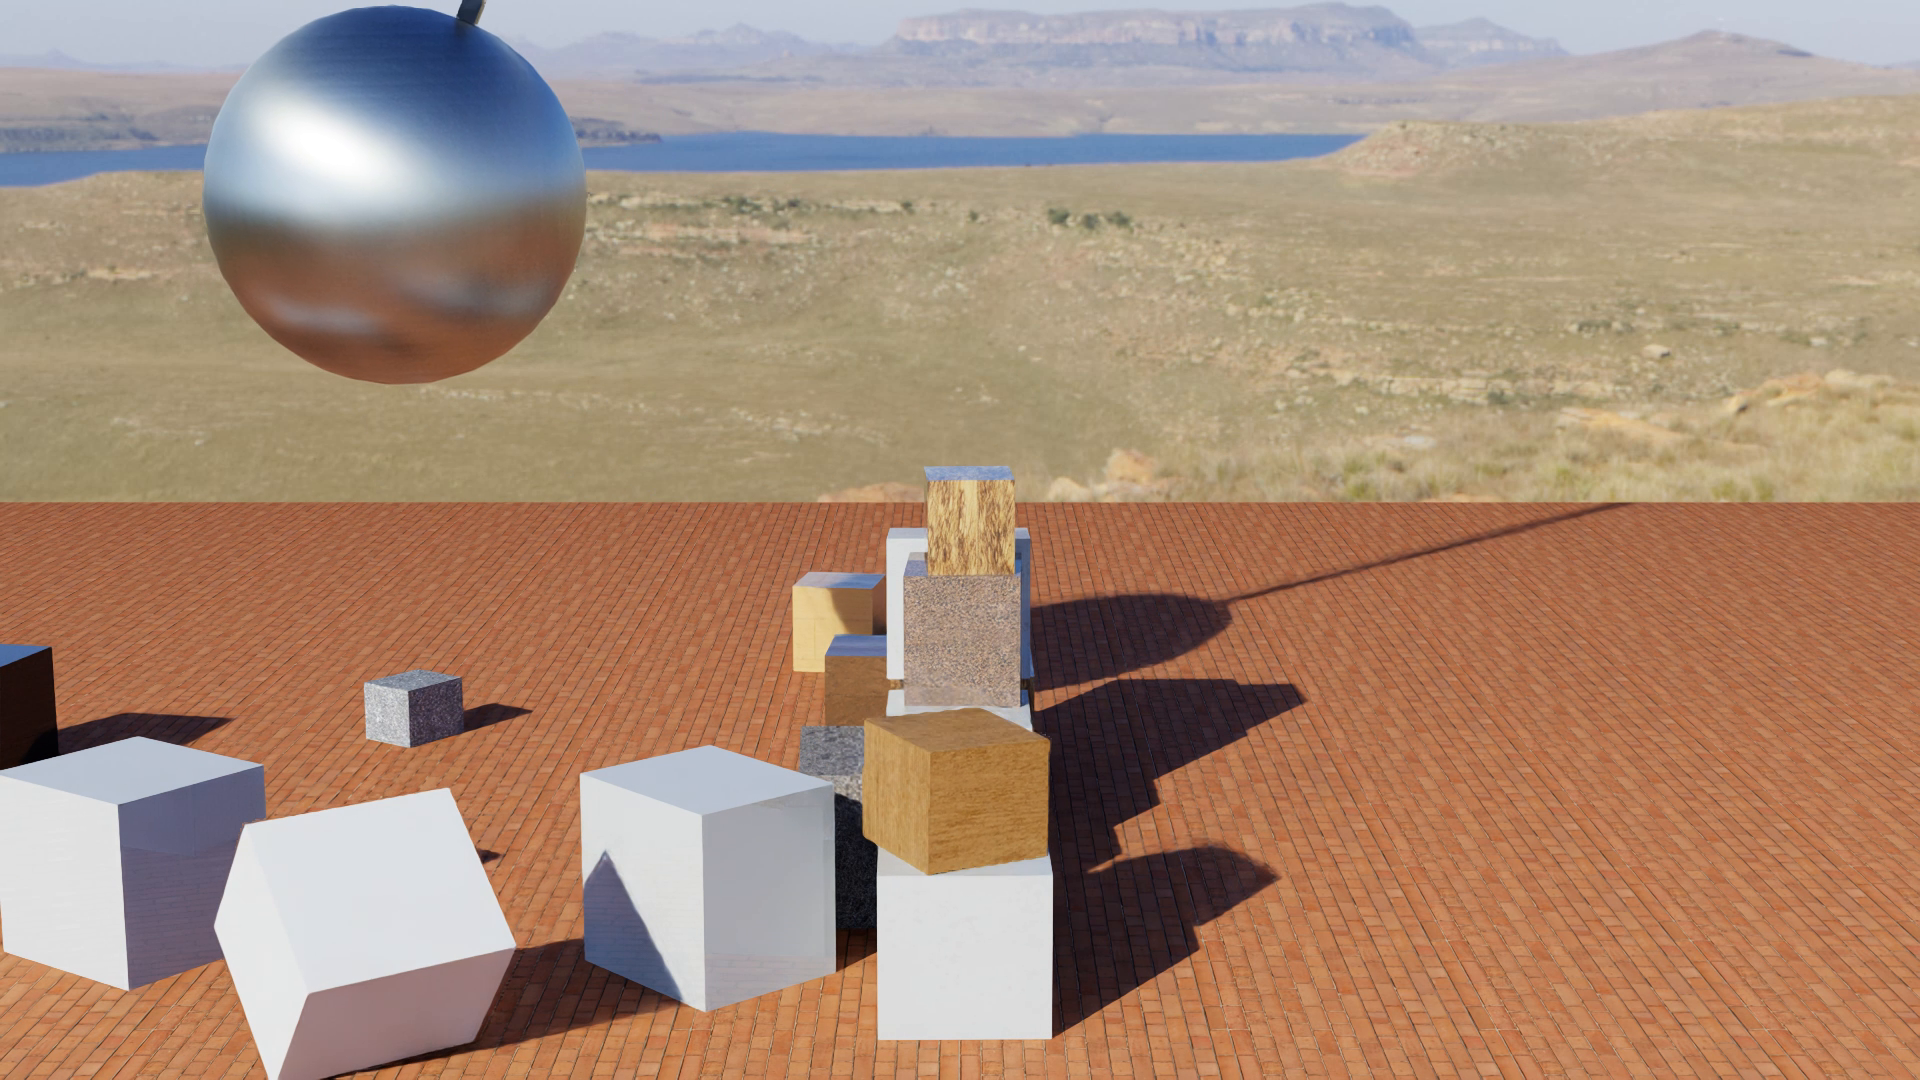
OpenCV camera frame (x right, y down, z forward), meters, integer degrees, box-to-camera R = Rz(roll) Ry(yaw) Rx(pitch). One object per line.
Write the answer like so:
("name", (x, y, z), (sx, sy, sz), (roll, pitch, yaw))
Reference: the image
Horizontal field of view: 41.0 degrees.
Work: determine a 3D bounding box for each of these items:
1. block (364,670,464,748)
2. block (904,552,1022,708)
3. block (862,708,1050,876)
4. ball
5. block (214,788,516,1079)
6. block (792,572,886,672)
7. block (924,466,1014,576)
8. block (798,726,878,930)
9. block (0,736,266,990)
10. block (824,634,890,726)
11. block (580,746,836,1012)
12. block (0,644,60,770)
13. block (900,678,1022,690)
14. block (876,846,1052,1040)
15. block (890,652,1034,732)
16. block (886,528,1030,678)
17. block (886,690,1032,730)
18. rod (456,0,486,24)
("block", (-2.926, 0.900, 13.753), (0.339, 0.309, 0.386), (7, 13, 35))
("block", (0.018, 0.411, 11.997), (0.534, 0.607, 0.608), (0, 10, 2))
("block", (-0.021, 0.935, 9.653), (0.495, 0.460, 0.556), (-4, 11, -27))
("ball", (-2.392, -1.461, 10.915), (1.600, 1.600, 1.600), (0, 10, 0))
("block", (-2.129, 1.411, 9.140), (0.757, 0.642, 0.696), (-8, 54, -34))
("block", (-0.719, 0.493, 15.414), (0.480, 0.514, 0.457), (2, 10, 9))
("block", (0.040, -0.094, 11.863), (0.396, 0.434, 0.434), (-1, 10, -3))
("block", (-0.315, 1.218, 11.018), (0.736, 0.662, 0.814), (0, 10, -3))
("block", (-3.346, 1.289, 10.389), (0.795, 0.747, 0.707), (7, 13, 34))
("block", (-0.424, 0.813, 13.663), (0.534, 0.512, 0.518), (1, 10, 3))
("block", (-0.998, 1.318, 10.155), (0.646, 0.774, 0.796), (-9, 14, -42))
("block", (-5.012, 0.889, 12.923), (0.669, 0.627, 0.571), (2, 11, 11))
("block", (0.002, 0.992, 12.418), (0.583, 0.604, 0.563), (0, 10, 0))
("block", (0.013, 1.472, 9.713), (0.641, 0.628, 0.653), (0, 10, -1))
("block", (0.011, 0.894, 13.046), (0.710, 0.573, 0.696), (0, 10, 0))
("block", (-0.007, 0.304, 12.645), (0.690, 0.678, 0.620), (0, 5, 0))
("block", (-0.008, 1.086, 11.786), (0.653, 0.647, 0.707), (0, 10, 0))
("rod", (-1.037, -4.528, 10.357), (0.080, 5.200, 0.080), (23, 9, -4))
